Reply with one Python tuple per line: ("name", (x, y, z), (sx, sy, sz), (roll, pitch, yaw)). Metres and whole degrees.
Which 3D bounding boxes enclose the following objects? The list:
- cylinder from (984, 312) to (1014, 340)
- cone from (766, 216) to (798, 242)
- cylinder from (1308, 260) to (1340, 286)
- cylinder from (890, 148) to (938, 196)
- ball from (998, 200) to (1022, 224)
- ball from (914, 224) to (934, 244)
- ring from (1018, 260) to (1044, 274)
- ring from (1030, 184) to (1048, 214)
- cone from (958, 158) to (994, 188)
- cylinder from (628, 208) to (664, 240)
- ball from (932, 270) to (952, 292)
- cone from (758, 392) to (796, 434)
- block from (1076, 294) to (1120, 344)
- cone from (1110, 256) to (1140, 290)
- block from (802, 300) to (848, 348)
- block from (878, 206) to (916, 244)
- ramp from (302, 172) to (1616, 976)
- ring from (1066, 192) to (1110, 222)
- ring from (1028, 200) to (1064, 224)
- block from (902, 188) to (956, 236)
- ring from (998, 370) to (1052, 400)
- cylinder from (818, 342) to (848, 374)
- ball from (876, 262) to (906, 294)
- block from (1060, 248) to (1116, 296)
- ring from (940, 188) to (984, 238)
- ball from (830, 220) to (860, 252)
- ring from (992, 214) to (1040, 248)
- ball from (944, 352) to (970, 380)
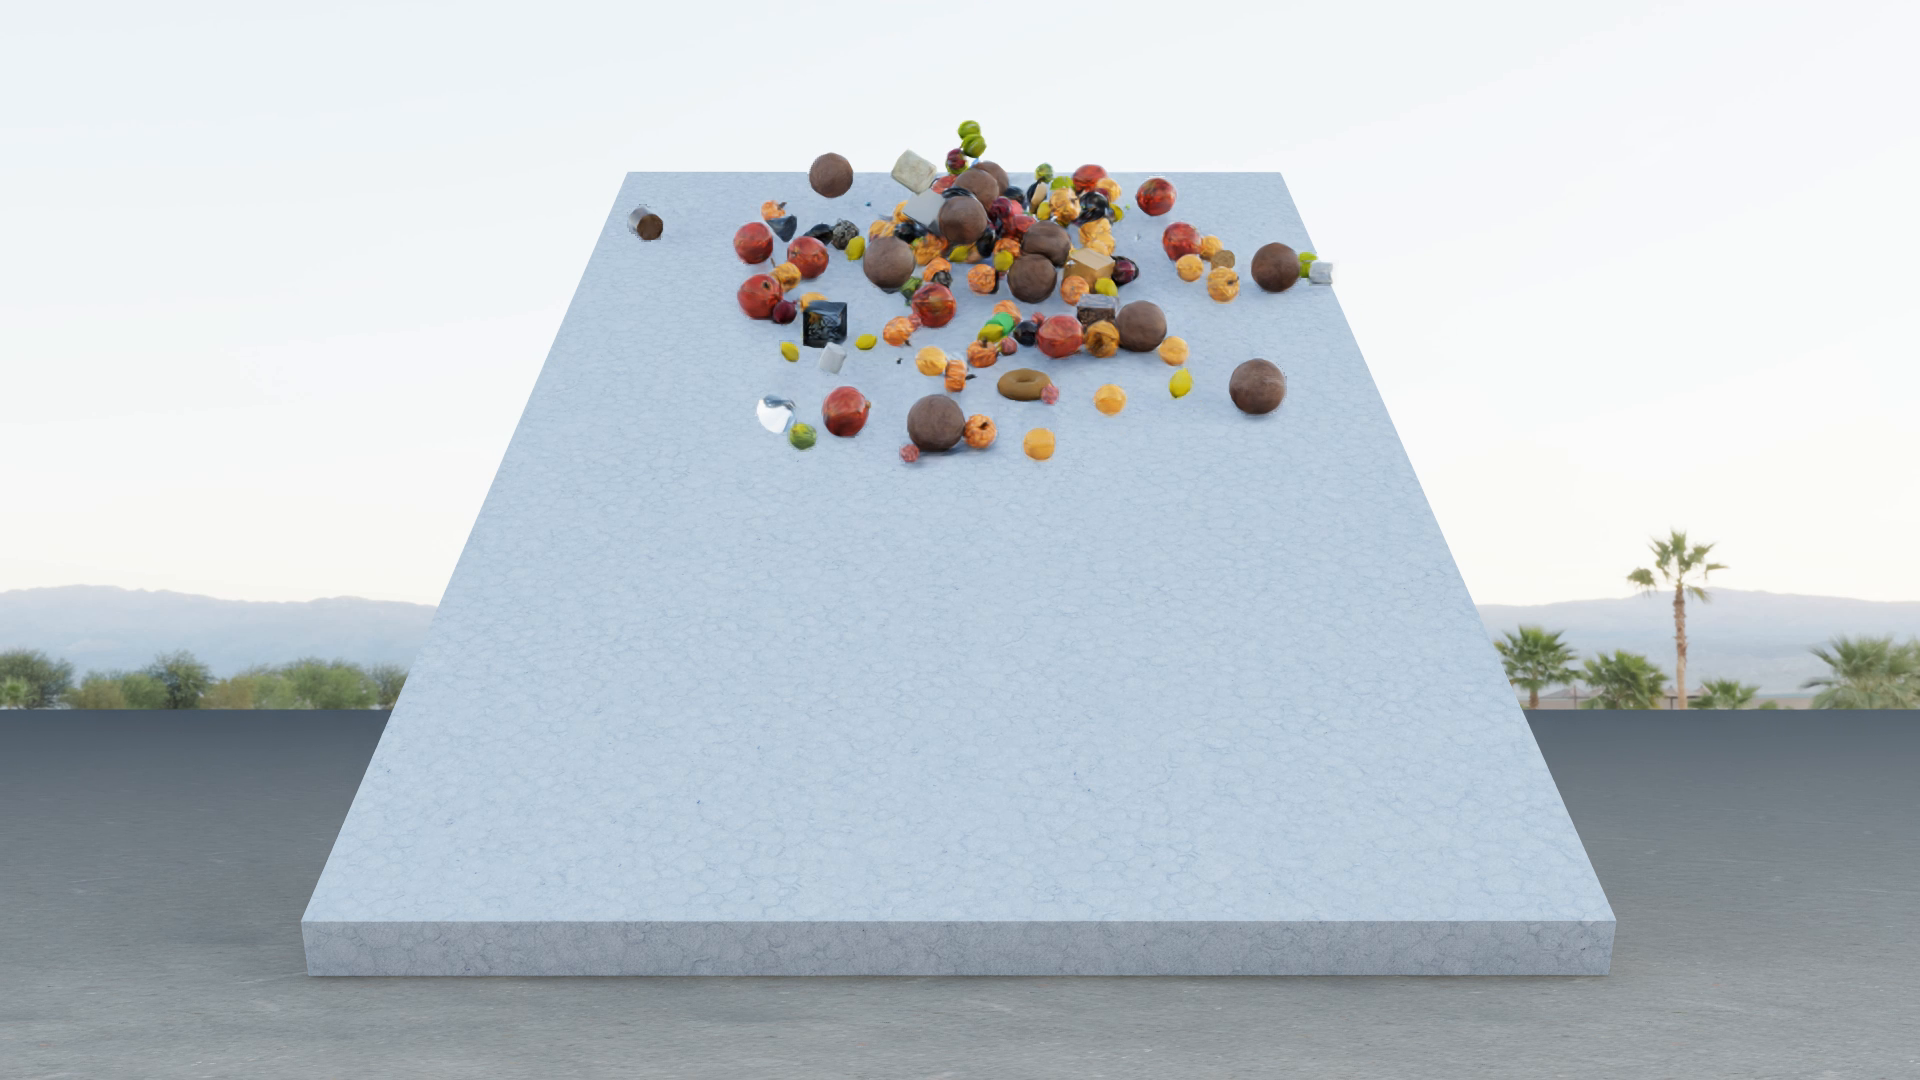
("cylinder", (0.098, -0.533, 5.855), (0.057, 0.057, 0.057), (-2, 22, 28))
("cone", (-0.509, -0.878, 6.527), (0.081, 0.081, 0.081), (22, 4, 21))
("cylinder", (0.958, -0.705, 6.182), (0.060, 0.060, 0.060), (19, 6, 30))
("cylinder", (-0.116, -0.931, 5.940), (0.086, 0.086, 0.086), (33, 0, 8))
("ball", (0.140, -0.909, 6.499), (0.067, 0.067, 0.067), (0, -4, 0))
("ball", (-0.099, -0.858, 6.535), (0.063, 0.063, 0.063), (0, -4, 0))
("ring", (0.191, -0.736, 6.322), (0.075, 0.025, 0.075), (-2, 23, 1))
("ring", (0.222, -0.966, 6.642), (0.031, 0.094, 0.094), (21, -5, -3))
("cone", (0.034, -1.079, 7.012), (0.096, 0.096, 0.096), (-32, -13, 14))
("cylinder", (-0.879, -0.885, 6.562), (0.076, 0.076, 0.076), (2, 21, -29))
("ball", (-0.046, -0.660, 5.970), (0.052, 0.052, 0.052), (0, -4, 0))
("cone", (-0.390, -0.297, 5.262), (0.097, 0.097, 0.097), (2, -12, -29))
("block", (0.343, -0.551, 5.851), (0.094, 0.094, 0.094), (5, 26, 10))
("cone", (0.417, -0.688, 6.205), (0.090, 0.090, 0.090), (18, -34, 13))
("block", (-0.333, -0.534, 5.816), (0.090, 0.090, 0.090), (5, 26, 11))
("block", (-0.171, -0.884, 6.565), (0.075, 0.075, 0.075), (17, 35, 34))
("ramp", (-0.009, -0.229, 5.395), (2.000, 0.100, 4.000), (0, 25, 0))
("ring", (0.351, -0.915, 6.456), (0.123, 0.041, 0.123), (-7, -21, -3))
("ring", (0.246, -0.943, 6.735), (0.108, 0.036, 0.108), (7, 35, -5))
("block", (-0.083, -0.882, 6.265), (0.090, 0.090, 0.090), (34, 2, 19))
("ring", (0.153, -0.364, 5.515), (0.130, 0.043, 0.130), (0, 26, 0))
("cylinder", (-0.303, -0.432, 5.583), (0.055, 0.055, 0.055), (22, 24, -10))
("ball", (-0.181, -0.687, 6.152), (0.081, 0.081, 0.081), (0, -4, 0))
("block", (0.334, -0.697, 6.139), (0.092, 0.092, 0.092), (29, 36, 24))
("ring", (-0.002, -0.886, 6.356), (0.147, 0.147, 0.049), (-3, 24, 40))
("ball", (-0.318, -0.839, 6.470), (0.083, 0.083, 0.083), (0, -4, 0))
("ring", (0.156, -0.862, 6.534), (0.139, 0.139, 0.046), (0, -47, 1))
("ball", (-0.007, -0.414, 5.592), (0.066, 0.066, 0.066), (0, -4, 0))
